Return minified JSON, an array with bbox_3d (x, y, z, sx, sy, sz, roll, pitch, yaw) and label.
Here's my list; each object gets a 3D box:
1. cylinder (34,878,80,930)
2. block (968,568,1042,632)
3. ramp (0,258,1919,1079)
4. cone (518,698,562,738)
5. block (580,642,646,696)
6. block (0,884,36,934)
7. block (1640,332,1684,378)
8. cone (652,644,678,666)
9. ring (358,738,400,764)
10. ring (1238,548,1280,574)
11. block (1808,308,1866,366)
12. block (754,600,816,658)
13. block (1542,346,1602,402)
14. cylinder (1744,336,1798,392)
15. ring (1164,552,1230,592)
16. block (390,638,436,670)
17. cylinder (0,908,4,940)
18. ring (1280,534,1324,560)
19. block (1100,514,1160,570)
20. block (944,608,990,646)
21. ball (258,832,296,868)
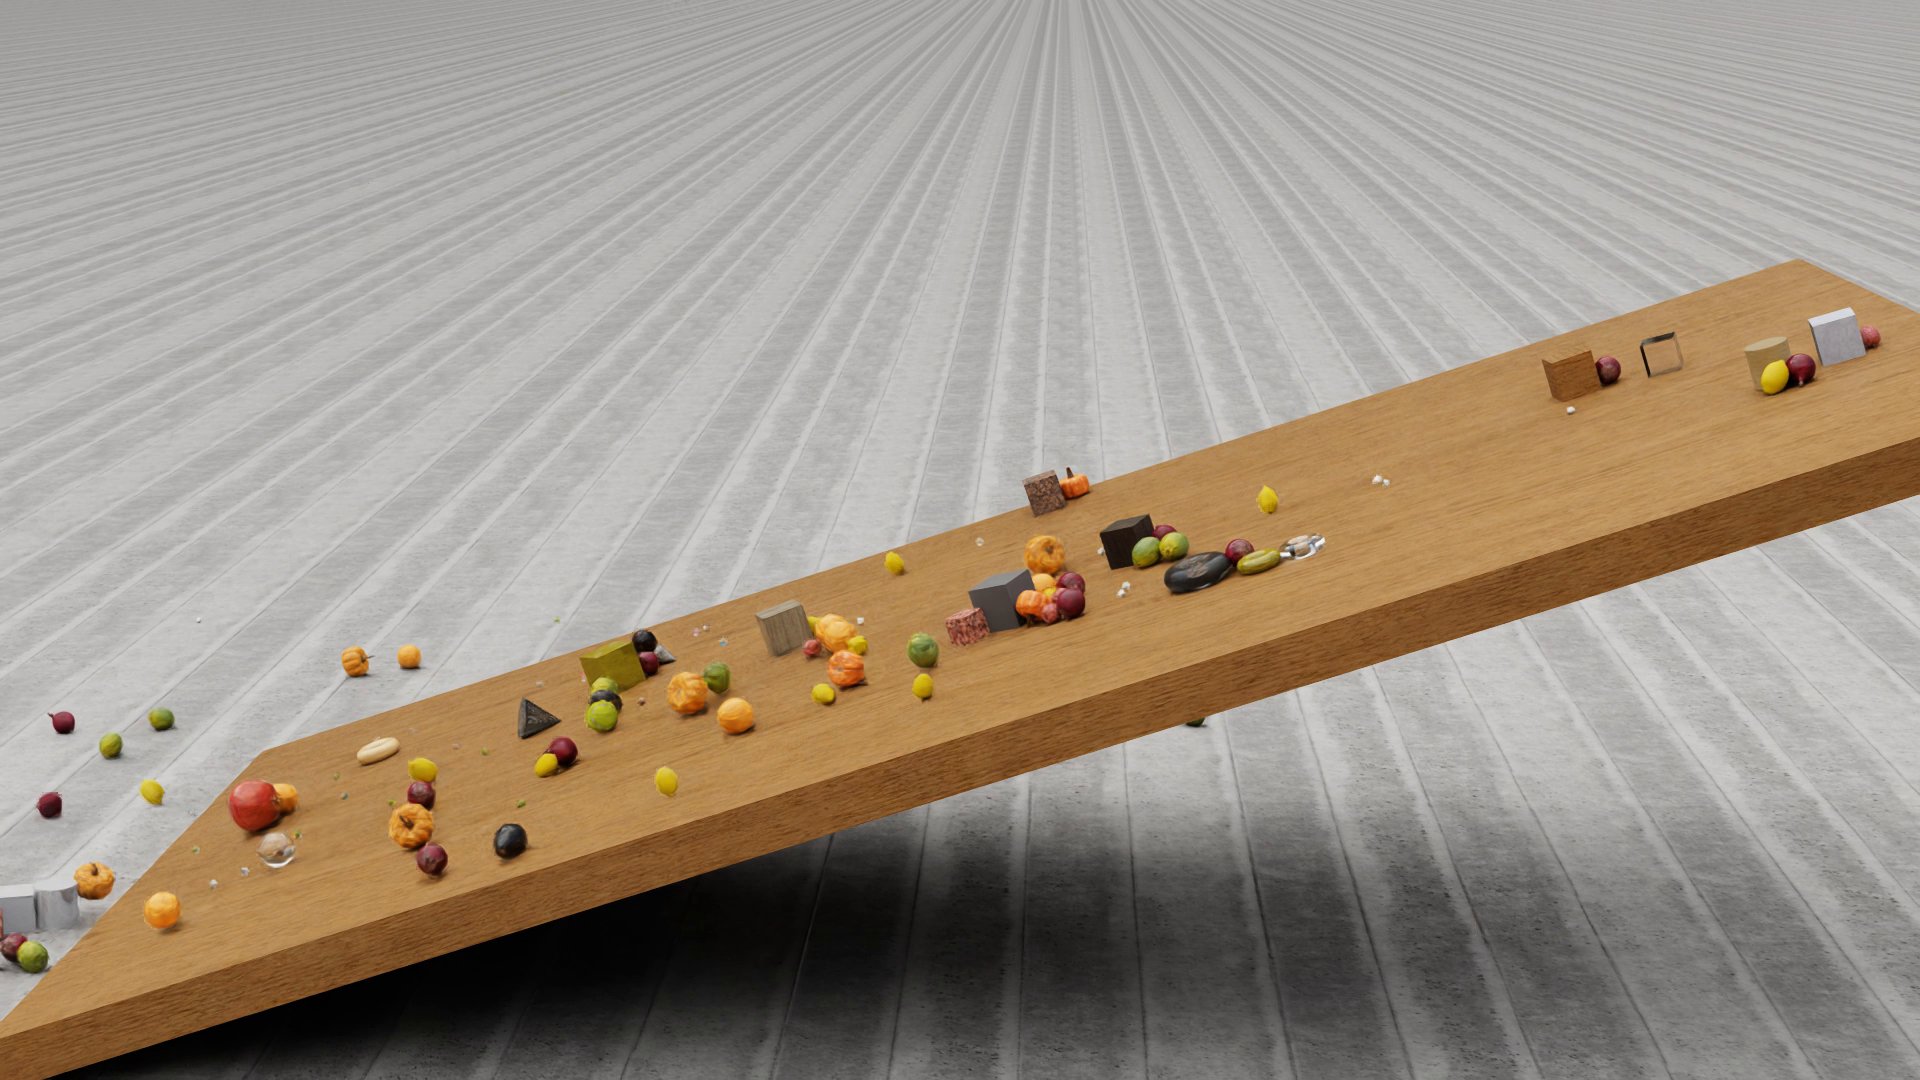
[{"bbox_3d":[-1.984,0.799,6.460,0.091,0.091,0.091,0,12,0],"label":"cylinder"},{"bbox_3d":[0.094,0.127,6.070,0.096,0.096,0.096,-11,13,36],"label":"block"},{"bbox_3d":[0.105,0.181,6.307,4.000,0.100,2.000,-18,11,6],"label":"ramp"},{"bbox_3d":[-0.937,0.403,6.597,0.092,0.092,0.092,6,9,-19],"label":"cone"},{"bbox_3d":[-0.797,0.296,6.747,0.096,0.096,0.096,-25,12,-32],"label":"block"},{"bbox_3d":[-2.068,0.808,6.441,0.082,0.082,0.082,-3,12,-15],"label":"block"},{"bbox_3d":[1.515,-0.400,6.349,0.071,0.071,0.071,-14,12,23],"label":"block"},{"bbox_3d":[-0.680,0.274,6.849,0.054,0.054,0.054,15,17,21],"label":"cone"},{"bbox_3d":[-1.362,0.494,6.889,0.103,0.034,0.103,-18,12,4],"label":"ring"},{"bbox_3d":[0.591,0.043,5.815,0.091,0.030,0.091,-20,10,4],"label":"ring"},{"bbox_3d":[1.767,-0.409,5.925,0.085,0.085,0.085,-16,11,13],"label":"block"},{"bbox_3d":[-0.390,0.197,6.552,0.093,0.093,0.093,-21,11,-13],"label":"block"},{"bbox_3d":[1.335,-0.363,6.419,0.090,0.090,0.090,-19,11,0],"label":"block"},{"bbox_3d":[1.623,-0.352,5.884,0.085,0.085,0.085,-18,11,4],"label":"cylinder"},{"bbox_3d":[0.474,0.064,5.870,0.139,0.046,0.139,-19,11,4],"label":"ring"},{"bbox_3d":[-1.615,0.361,8.710,0.083,0.083,0.083,40,-8,29],"label":"block"},{"bbox_3d":[-2.105,0.833,6.350,0.071,0.071,0.071,-4,12,-16],"label":"cylinder"},{"bbox_3d":[0.676,0.013,5.816,0.095,0.032,0.095,-19,9,3],"label":"ring"},{"bbox_3d":[0.362,0.004,6.259,0.084,0.084,0.084,-12,13,32],"label":"block"},{"bbox_3d":[0.015,0.178,6.048,0.057,0.057,0.057,-28,14,-40],"label":"block"},{"bbox_3d":[-1.423,0.644,6.125,0.075,0.075,0.075,0,12,0],"label":"ball"}]
